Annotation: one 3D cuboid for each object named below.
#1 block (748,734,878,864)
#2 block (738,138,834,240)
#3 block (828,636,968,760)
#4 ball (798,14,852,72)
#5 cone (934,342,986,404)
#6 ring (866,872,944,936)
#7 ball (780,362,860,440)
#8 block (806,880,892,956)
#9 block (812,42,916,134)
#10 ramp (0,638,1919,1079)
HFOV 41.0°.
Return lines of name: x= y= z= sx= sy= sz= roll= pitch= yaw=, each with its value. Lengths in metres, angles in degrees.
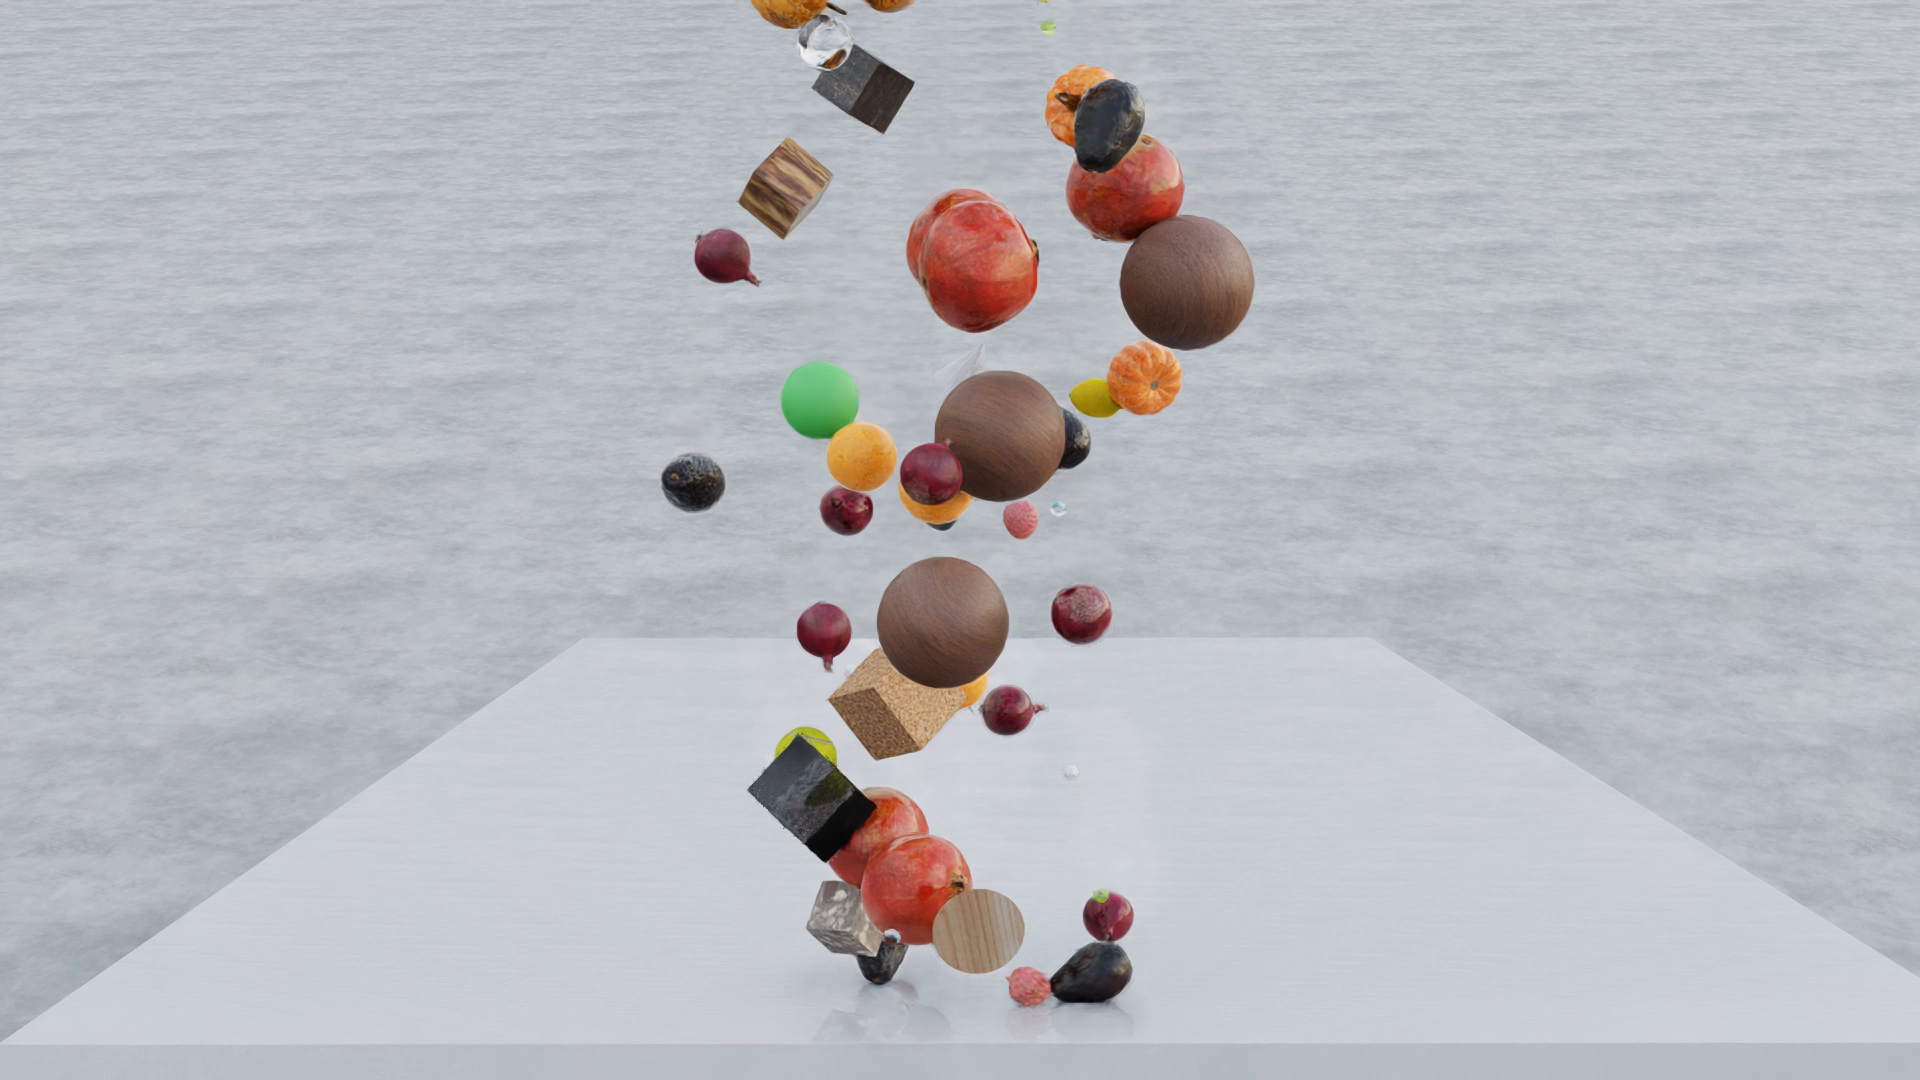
block: x=-0.155 y=0.271 z=2.686 sx=0.080 sy=0.080 sz=0.080 roll=-47 pitch=39 yaw=-7
block: x=-0.182 y=-0.367 z=2.683 sx=0.062 sy=0.062 sz=0.062 roll=40 pitch=59 yaw=-1
block: x=-0.065 y=0.166 z=2.683 sx=0.085 sy=0.085 sz=0.085 roll=-18 pitch=23 yaw=52
ball: x=-0.128 y=-0.472 z=2.440 sx=0.053 sy=0.053 sz=0.053 roll=0 pitch=20 yaw=0
cone: x=0.013 y=-0.193 z=2.832 sx=0.063 sy=0.063 sz=0.063 roll=22 pitch=29 yaw=-13
ring: x=-0.058 y=0.400 z=2.820 sx=0.106 sy=0.106 sz=0.035 roll=13 pitch=63 yaw=32
ball: x=-0.146 y=-0.146 z=2.683 sx=0.082 sy=0.082 sz=0.082 roll=0 pitch=20 yaw=0
block: x=-0.120 y=0.409 z=2.774 sx=0.058 sy=0.058 sz=0.058 roll=-2 pitch=55 yaw=33
block: x=-0.094 y=-0.443 z=2.505 sx=0.059 sy=0.059 sz=0.059 roll=39 pitch=12 yaw=35
ramp: x=0.047 y=0.423 z=4.534 sx=2.000 sy=0.100 sz=4.000 roll=0 pitch=4 yaw=0
